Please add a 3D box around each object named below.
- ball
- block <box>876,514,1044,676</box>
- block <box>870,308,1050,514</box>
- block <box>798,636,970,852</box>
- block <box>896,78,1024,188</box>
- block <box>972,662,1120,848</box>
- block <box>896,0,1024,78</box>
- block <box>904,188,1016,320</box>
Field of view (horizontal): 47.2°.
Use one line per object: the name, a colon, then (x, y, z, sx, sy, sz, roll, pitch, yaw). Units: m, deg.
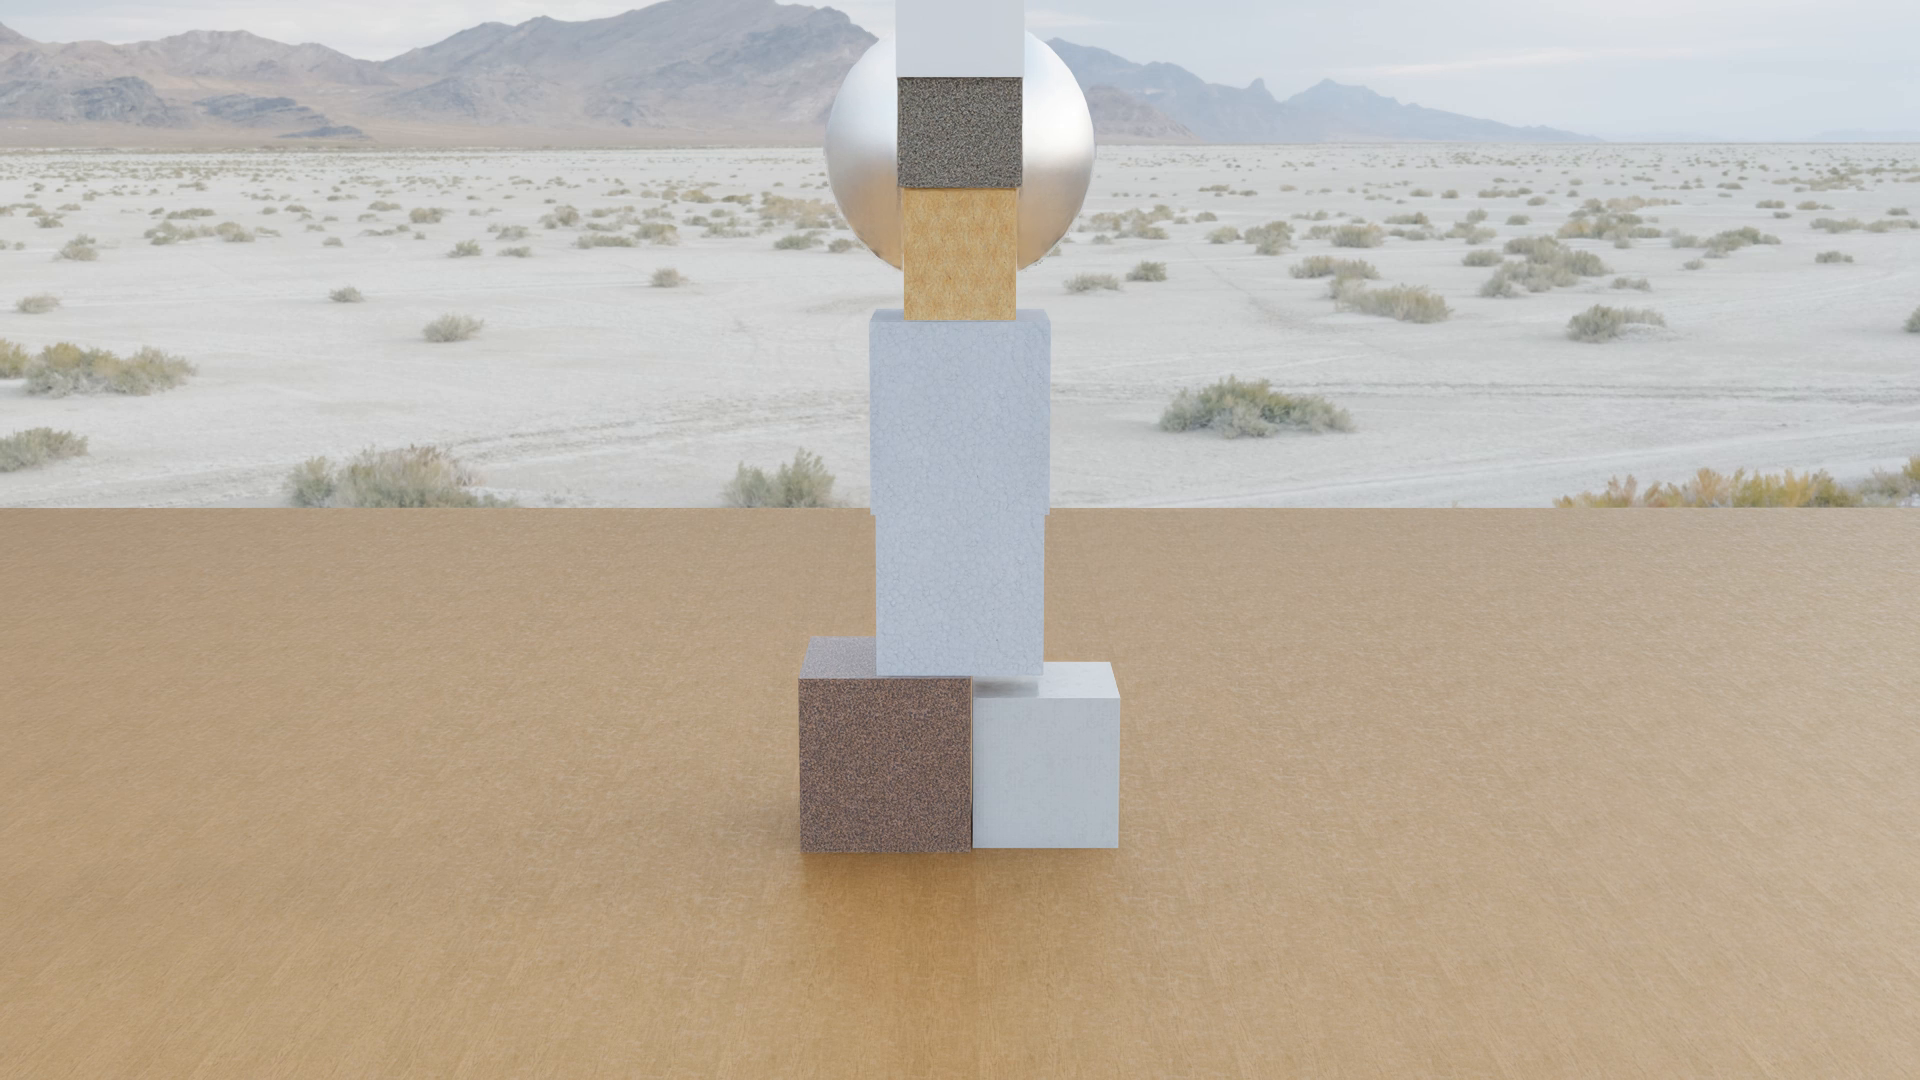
ball: (0.000, -2.318, 13.092, 1.600, 1.600, 1.600, 0, 10, 0)
block: (0.000, 0.200, 11.214, 0.825, 0.806, 0.827, 0, 10, 0)
block: (0.000, -0.661, 11.079, 0.874, 0.938, 0.869, 0, 10, 0)
block: (-0.371, 1.038, 11.358, 0.850, 0.894, 0.934, 0, 10, 0)
block: (0.000, -2.001, 10.807, 0.600, 0.519, 0.608, 0, 10, 0)
block: (0.430, 1.097, 11.360, 0.732, 0.776, 0.769, 0, 10, 0)
block: (0.000, -2.524, 10.715, 0.614, 0.543, 0.652, 0, 10, 0)
block: (0.000, -1.431, 10.905, 0.544, 0.639, 0.548, 0, 10, 0)
